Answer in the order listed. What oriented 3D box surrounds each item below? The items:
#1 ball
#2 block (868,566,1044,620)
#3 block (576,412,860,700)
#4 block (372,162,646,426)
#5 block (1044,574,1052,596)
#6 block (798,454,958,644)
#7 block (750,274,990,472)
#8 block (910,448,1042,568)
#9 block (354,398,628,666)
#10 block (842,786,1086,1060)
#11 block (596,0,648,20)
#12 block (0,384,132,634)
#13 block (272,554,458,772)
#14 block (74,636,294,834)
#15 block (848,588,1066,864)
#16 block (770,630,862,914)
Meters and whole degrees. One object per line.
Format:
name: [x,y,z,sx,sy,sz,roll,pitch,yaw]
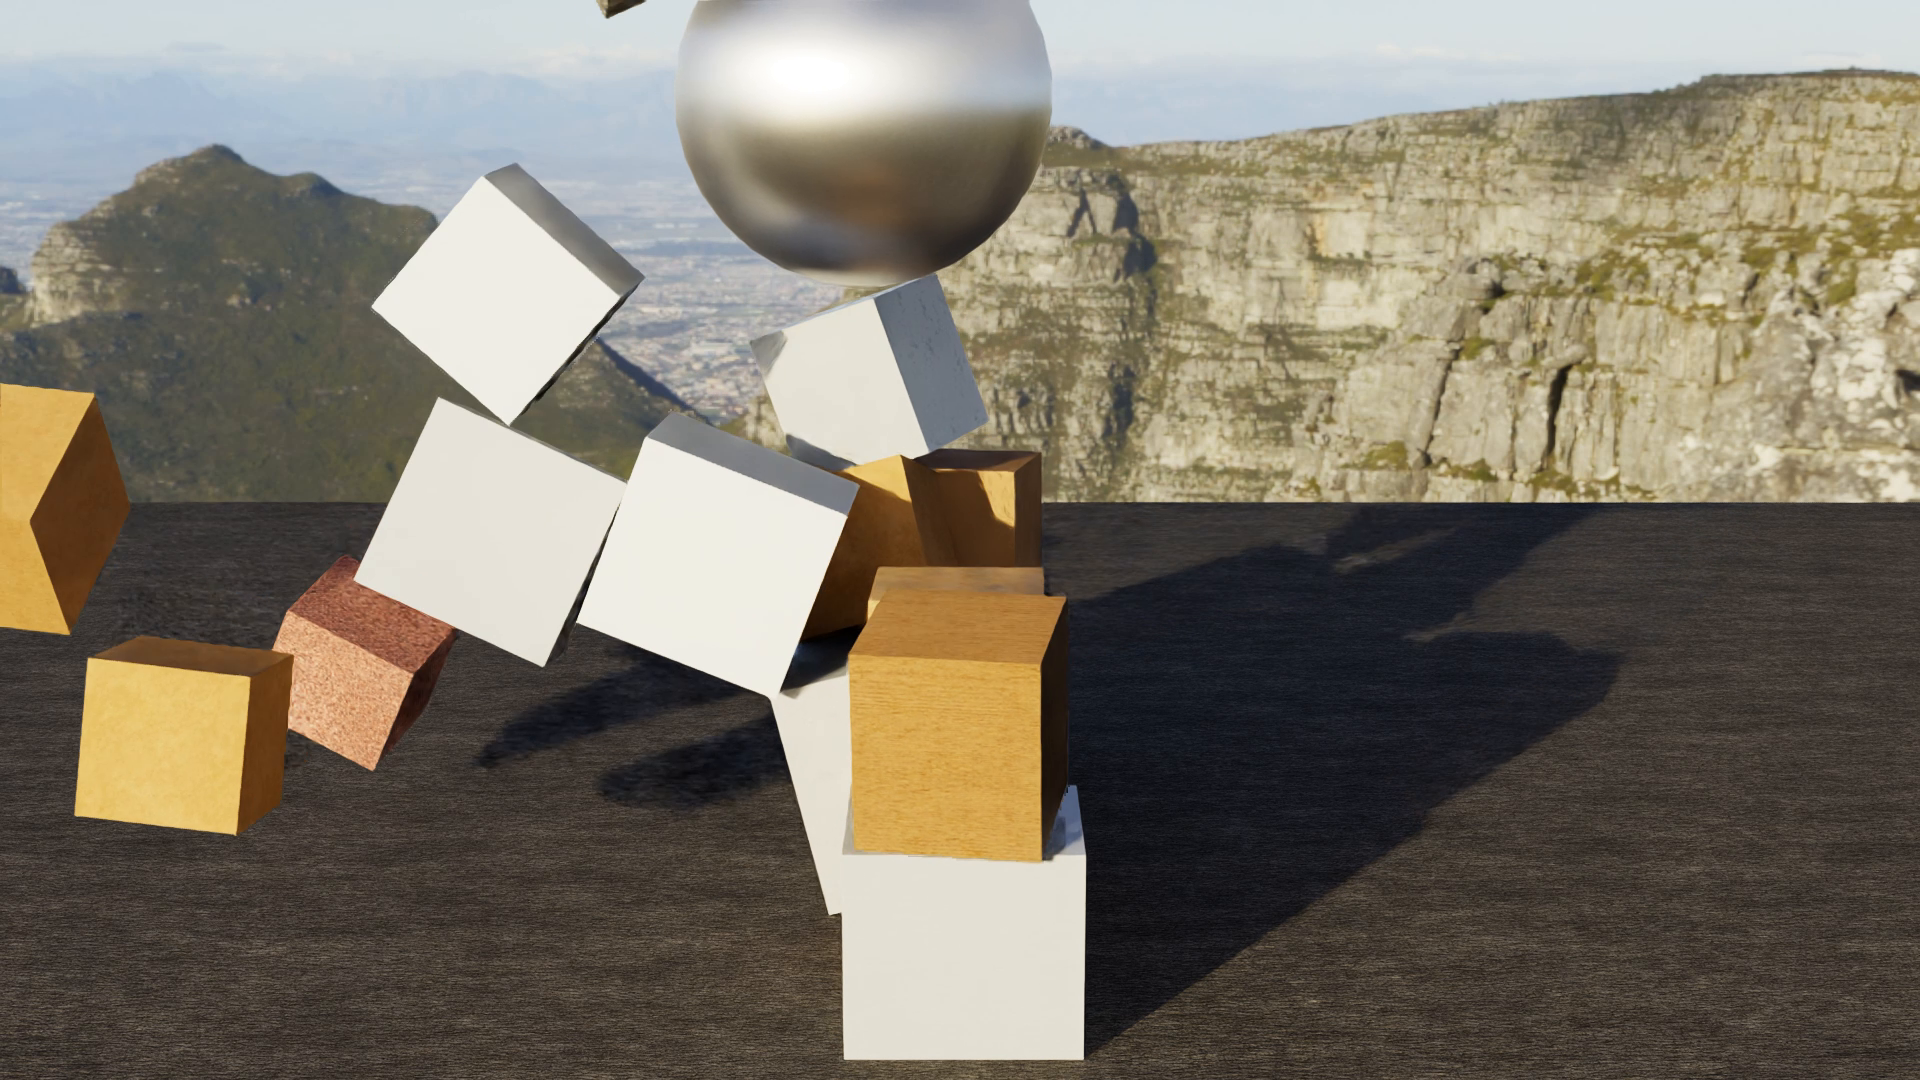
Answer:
ball: [-0.407,-1.873,10.840,1.600,1.600,1.600,0,10,0]
block: [-0.006,0.519,10.159,0.670,0.707,0.672,0,10,1]
block: [-1.004,0.047,10.855,0.876,0.824,0.814,21,10,-3]
block: [-1.928,-1.069,11.044,0.754,0.734,0.683,41,11,-7]
block: [0.012,0.717,13.076,0.899,0.911,0.973,0,10,0]
block: [-0.431,0.068,11.698,0.676,0.689,0.661,-15,-9,11]
block: [-0.418,-0.741,11.982,0.716,0.743,0.599,-15,9,32]
block: [-0.022,-0.009,12.373,0.717,0.770,0.640,2,11,13]
block: [-1.996,-0.037,11.192,0.869,0.846,0.861,25,-1,-4]
block: [0.013,1.407,9.537,0.865,0.781,0.765,0,13,0]
block: [-1.301,-2.747,10.611,0.707,0.763,0.710,-27,-2,-14]
block: [-4.289,-0.154,11.567,0.689,0.749,0.791,6,48,4]
block: [-2.975,0.600,12.692,0.676,0.618,0.651,27,27,-1]
block: [-3.024,0.753,10.040,0.619,0.610,0.620,7,6,0]
block: [0.008,0.656,9.249,0.671,0.750,0.677,2,19,10]
block: [-0.205,0.923,11.167,0.947,0.987,0.889,-14,10,4]
